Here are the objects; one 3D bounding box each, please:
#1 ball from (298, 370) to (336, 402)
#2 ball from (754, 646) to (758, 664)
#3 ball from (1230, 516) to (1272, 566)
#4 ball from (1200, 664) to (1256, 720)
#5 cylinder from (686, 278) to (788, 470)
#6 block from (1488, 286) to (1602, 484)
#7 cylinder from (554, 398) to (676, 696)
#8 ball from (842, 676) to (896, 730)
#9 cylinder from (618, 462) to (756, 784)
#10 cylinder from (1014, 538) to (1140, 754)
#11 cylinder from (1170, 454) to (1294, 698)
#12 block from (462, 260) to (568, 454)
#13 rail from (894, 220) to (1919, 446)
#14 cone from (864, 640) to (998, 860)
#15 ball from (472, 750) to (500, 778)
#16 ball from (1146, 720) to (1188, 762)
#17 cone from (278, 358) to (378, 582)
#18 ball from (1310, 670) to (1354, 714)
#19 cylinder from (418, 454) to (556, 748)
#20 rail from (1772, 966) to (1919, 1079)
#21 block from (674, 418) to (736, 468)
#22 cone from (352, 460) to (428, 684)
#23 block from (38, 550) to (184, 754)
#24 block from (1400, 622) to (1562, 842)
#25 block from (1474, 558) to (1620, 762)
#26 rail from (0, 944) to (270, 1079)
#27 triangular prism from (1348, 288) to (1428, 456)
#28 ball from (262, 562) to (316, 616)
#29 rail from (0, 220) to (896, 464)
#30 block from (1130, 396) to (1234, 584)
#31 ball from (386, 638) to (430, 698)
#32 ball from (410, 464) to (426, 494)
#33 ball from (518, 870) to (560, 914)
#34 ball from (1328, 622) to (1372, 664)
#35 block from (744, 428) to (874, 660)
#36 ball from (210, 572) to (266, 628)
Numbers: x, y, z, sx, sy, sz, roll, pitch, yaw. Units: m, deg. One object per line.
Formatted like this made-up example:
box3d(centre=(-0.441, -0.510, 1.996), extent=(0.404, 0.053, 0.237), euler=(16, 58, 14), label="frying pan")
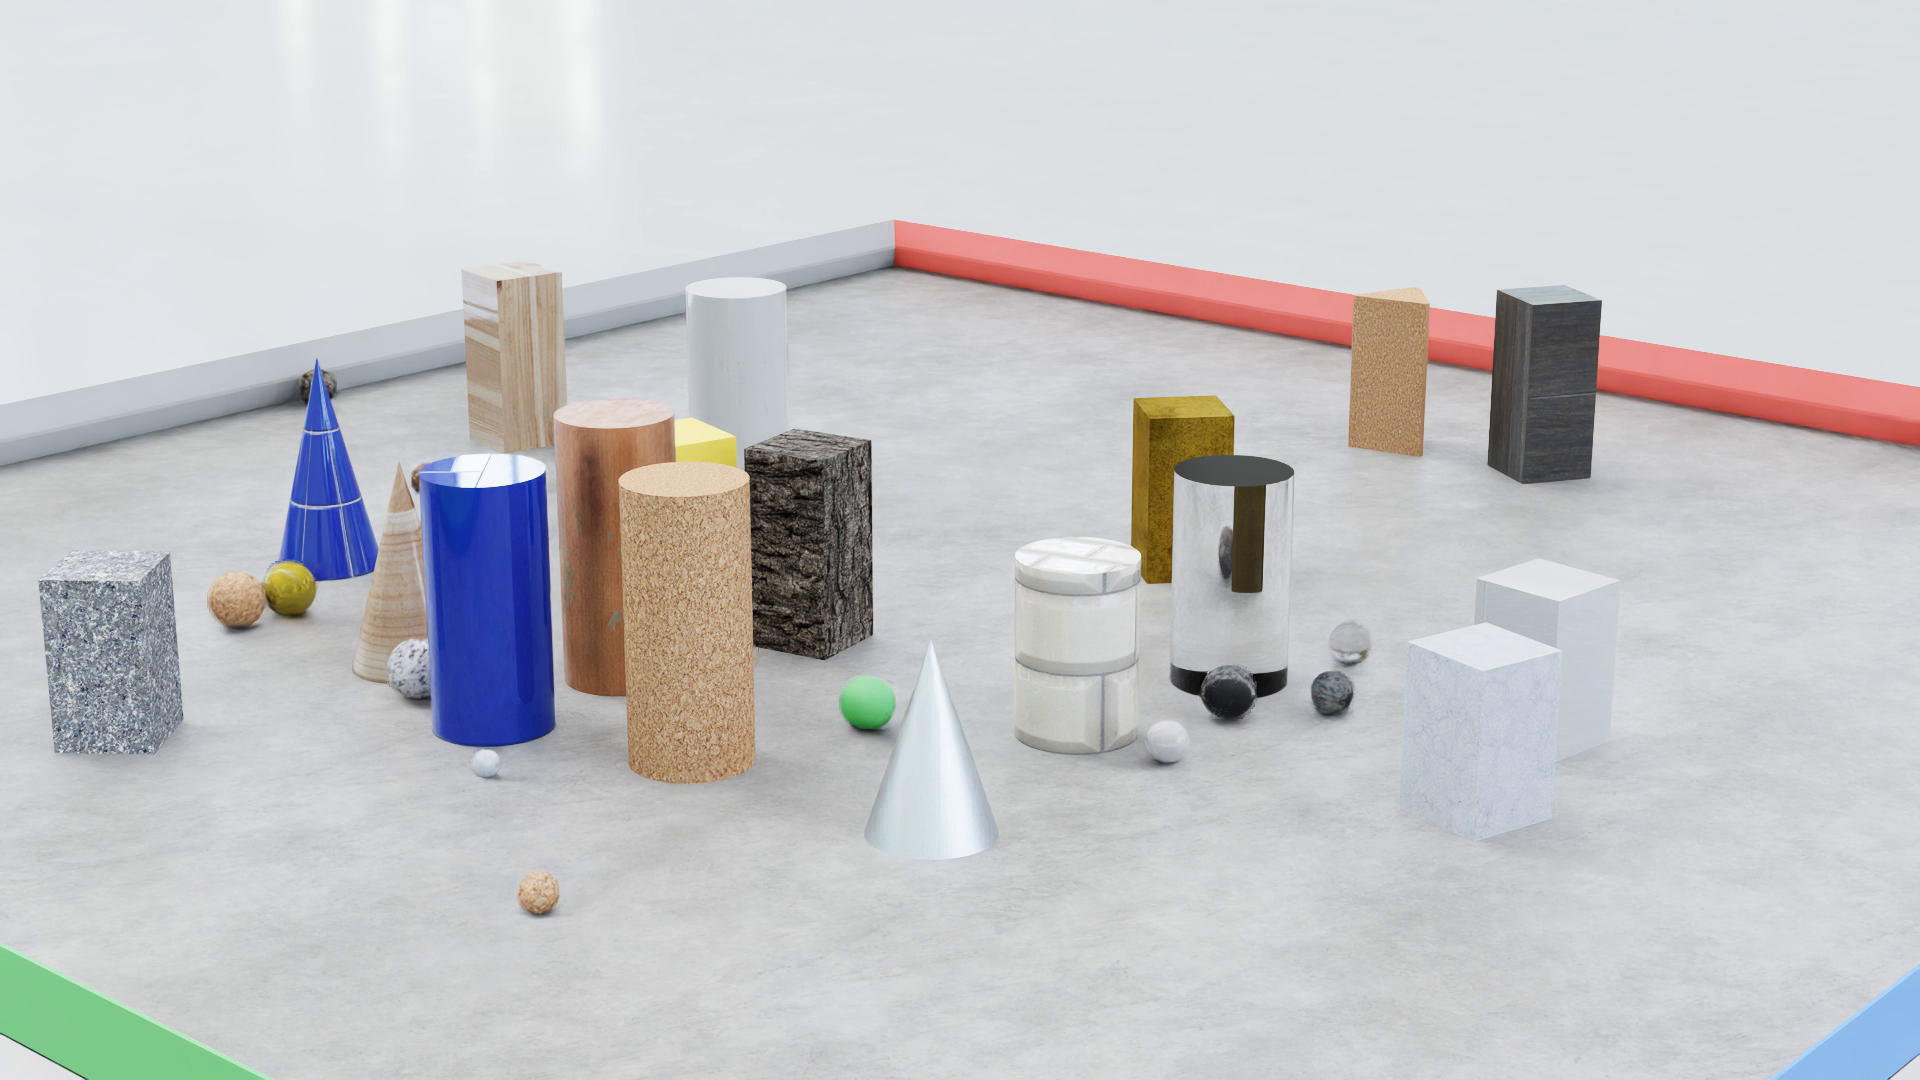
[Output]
box3d(centre=(-1.404, -0.333, 6.401), extent=(0.080, 0.080, 0.080), euler=(0, 17, 0), label="ball")
box3d(centre=(-0.352, 0.186, 4.735), extent=(0.051, 0.051, 0.051), euler=(0, 17, 0), label="ball")
box3d(centre=(0.514, 0.002, 5.272), extent=(0.092, 0.092, 0.092), euler=(0, 17, 0), label="ball")
box3d(centre=(0.413, 0.234, 4.517), extent=(0.084, 0.084, 0.084), euler=(0, 17, 0), label="ball")
box3d(centre=(-0.419, -0.261, 5.541), extent=(0.188, 0.440, 0.188), euler=(0, 17, 0), label="cylinder")
box3d(centre=(1.163, -0.311, 5.839), extent=(0.151, 0.362, 0.151), euler=(-5, 18, -17), label="block")
box3d(centre=(-0.541, 0.011, 4.648), extent=(0.188, 0.436, 0.188), euler=(0, 17, 0), label="cylinder")
box3d(centre=(-0.140, 0.249, 4.472), extent=(0.083, 0.083, 0.083), euler=(0, 17, 0), label="ball")
box3d(centre=(-0.398, 0.120, 4.292), extent=(0.188, 0.434, 0.188), euler=(0, 17, 0), label="cylinder")
box3d(centre=(0.177, 0.158, 4.425), extent=(0.188, 0.283, 0.188), euler=(0, 17, 0), label="cylinder")
box3d(centre=(0.430, 0.057, 4.647), extent=(0.188, 0.348, 0.188), euler=(0, 17, 0), label="cylinder")
box3d(centre=(-0.921, -0.380, 6.071), extent=(0.151, 0.361, 0.151), euler=(-12, 21, -35), label="block")
box3d(centre=(1.328, -0.412, 6.585), extent=(4.028, 0.122, 0.045), euler=(14, 22, 39), label="rail")
box3d(centre=(-0.040, 0.272, 4.045), extent=(0.188, 0.285, 0.188), euler=(0, 17, 0), label="cone")
box3d(centre=(-0.692, 0.327, 4.287), extent=(0.041, 0.041, 0.041), euler=(0, 17, 0), label="ball")
box3d(centre=(0.307, 0.298, 4.341), extent=(0.064, 0.064, 0.064), euler=(0, 17, 0), label="ball")
box3d(centre=(-1.135, -0.139, 5.228), extent=(0.188, 0.386, 0.188), euler=(0, 17, 0), label="cone")
box3d(centre=(0.576, 0.236, 4.541), extent=(0.067, 0.067, 0.067), euler=(0, 17, 0), label="ball")
box3d(centre=(-0.713, 0.090, 4.435), extent=(0.188, 0.406, 0.188), euler=(0, 17, 0), label="cylinder")
box3d(centre=(1.503, 0.408, 3.872), extent=(0.045, 0.122, 4.099), euler=(14, 22, 39), label="rail")
box3d(centre=(-0.475, -0.018, 4.922), extent=(0.151, 0.332, 0.151), euler=(-11, 20, -32), label="block")
box3d(centre=(-0.893, 0.038, 4.715), extent=(0.188, 0.345, 0.188), euler=(0, 17, 0), label="cone")
box3d(centre=(-1.275, 0.168, 4.413), extent=(0.151, 0.271, 0.151), euler=(1, 17, 2), label="block")
box3d(centre=(0.731, 0.267, 4.121), extent=(0.151, 0.250, 0.151), euler=(-11, 20, -33), label="block")
box3d(centre=(0.876, 0.180, 4.401), extent=(0.151, 0.254, 0.151), euler=(-15, 22, -40), label="block")
box3d(centre=(-1.328, 0.473, 3.657), extent=(4.028, 0.122, 0.045), euler=(14, 22, 39), label="rail")
box3d(centre=(0.910, -0.353, 6.054), extent=(0.163, 0.319, 0.141), euler=(10, 19, 29), label="triangular prism")
box3d(centre=(-1.144, 0.084, 5.001), extent=(0.092, 0.092, 0.092), euler=(0, 17, 0), label="ball")
box3d(centre=(-1.503, -0.347, 6.370), extent=(0.045, 0.122, 4.099), euler=(14, 22, 39), label="rail")
box3d(centre=(0.394, -0.091, 5.217), extent=(0.151, 0.301, 0.151), euler=(-2, 17, -7), label="block")
box3d(centre=(-0.853, 0.202, 4.606), extent=(0.094, 0.094, 0.094), euler=(0, 17, 0), label="ball")
box3d(centre=(-1.041, -0.119, 5.722), extent=(0.063, 0.063, 0.063), euler=(0, 17, 0), label="ball")
box3d(centre=(-0.549, 0.459, 3.824), extent=(0.055, 0.055, 0.055), euler=(0, 17, 0), label="ball")
box3d(centre=(0.634, 0.168, 4.761), extent=(0.070, 0.070, 0.070), euler=(0, 17, 0), label="ball")
box3d(centre=(-0.248, 0.005, 4.836), extent=(0.151, 0.338, 0.151), euler=(9, 19, 29), label="block")
box3d(centre=(-1.217, 0.101, 4.943), extent=(0.093, 0.093, 0.093), euler=(0, 17, 0), label="ball")
